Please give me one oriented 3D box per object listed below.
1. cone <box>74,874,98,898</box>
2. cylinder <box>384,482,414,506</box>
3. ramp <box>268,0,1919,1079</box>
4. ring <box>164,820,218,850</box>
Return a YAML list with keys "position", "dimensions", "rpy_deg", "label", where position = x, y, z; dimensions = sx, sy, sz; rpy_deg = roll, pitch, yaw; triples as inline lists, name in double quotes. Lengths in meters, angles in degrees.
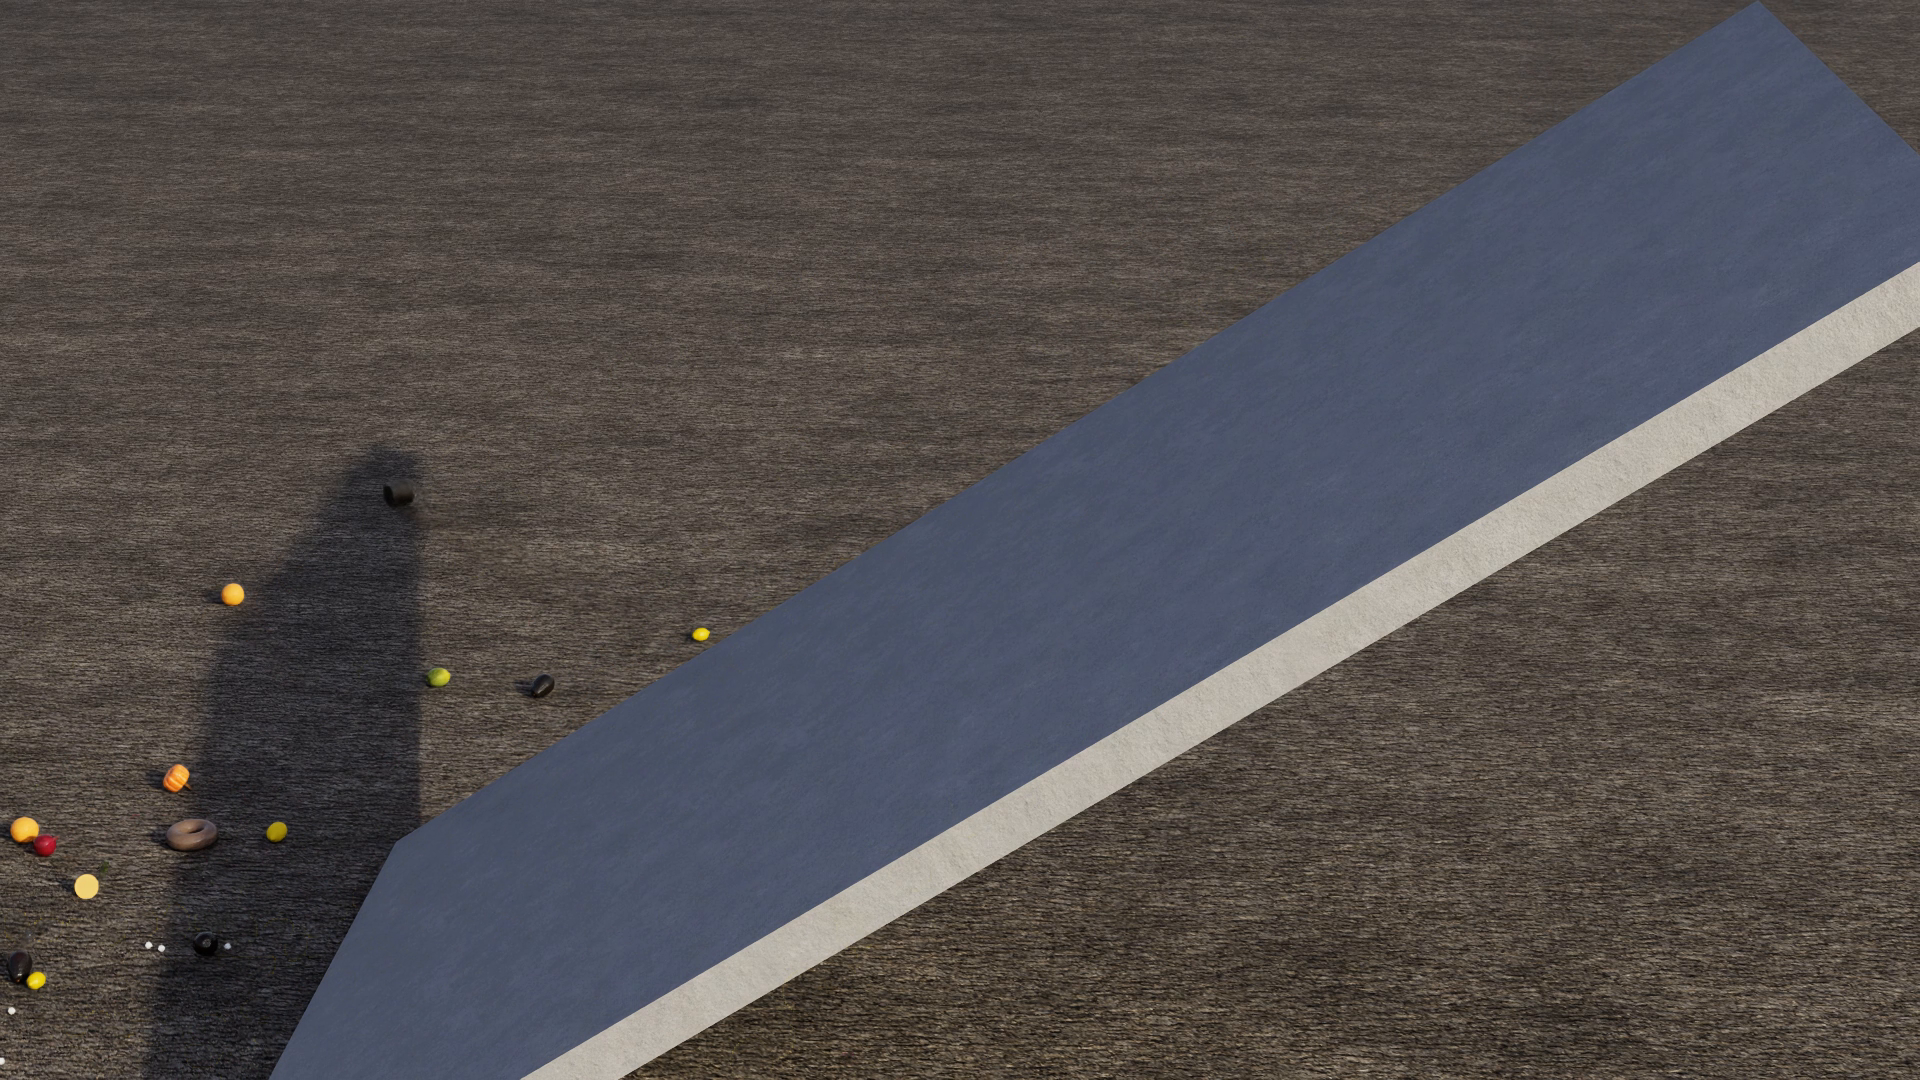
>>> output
- position: [-2.254, 0.898, 7.628]
  dimensions: [0.063, 0.063, 0.063]
  rpy_deg: [1, -6, 3]
  label: "cone"
- position: [-1.976, -0.162, 10.354]
  dimensions: [0.077, 0.077, 0.077]
  rpy_deg: [-15, 25, -34]
  label: "cylinder"
- position: [0.138, 0.172, 6.300]
  dimensions: [4.000, 0.100, 2.000]
  rpy_deg: [-32, 16, 14]
  label: "ramp"
- position: [-2.059, 0.791, 7.886]
  dimensions: [0.141, 0.047, 0.141]
  rpy_deg: [0, 19, 0]
  label: "ring"
